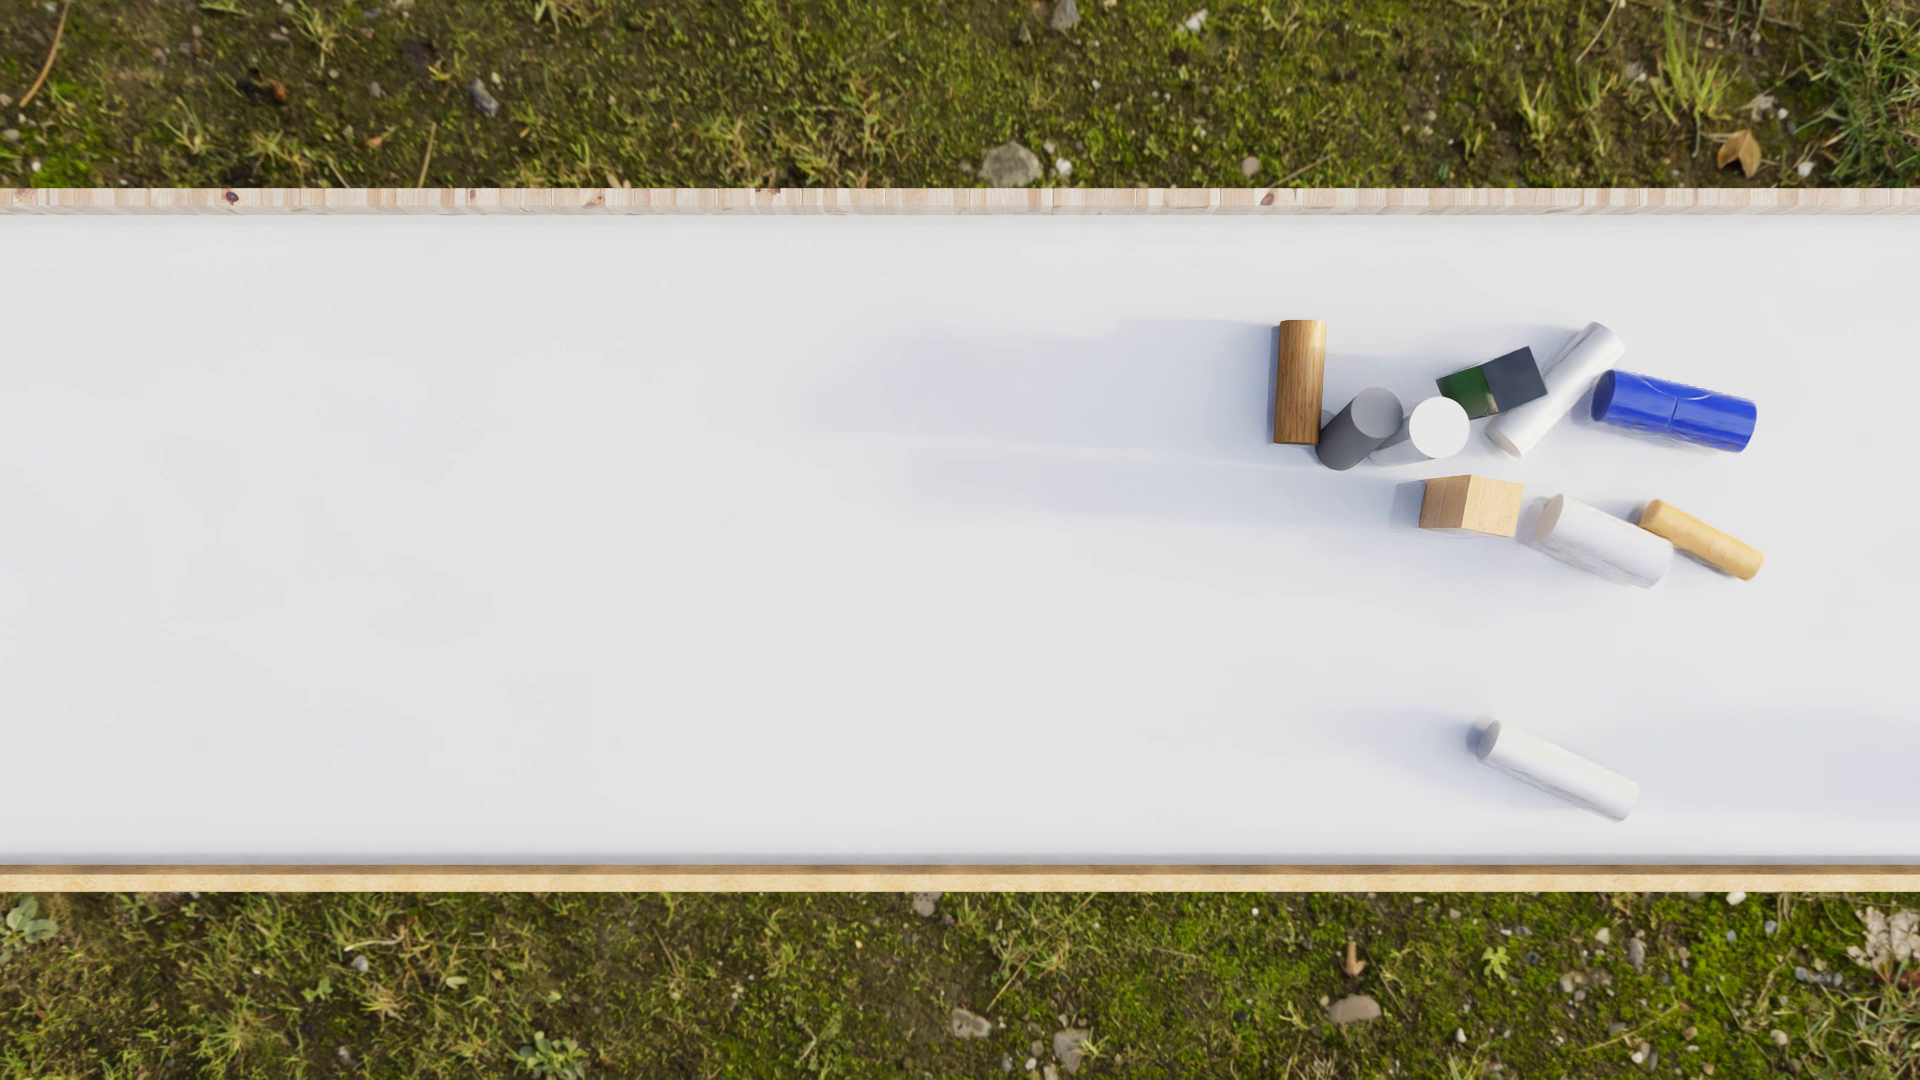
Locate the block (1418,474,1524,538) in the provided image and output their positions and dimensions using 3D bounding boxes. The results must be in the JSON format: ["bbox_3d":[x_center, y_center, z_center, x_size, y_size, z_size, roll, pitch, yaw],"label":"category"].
[{"bbox_3d":[1.505,-0.098,4.876,0.154,0.396,0.154,10,90,-2],"label":"block"}]

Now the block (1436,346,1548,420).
[{"bbox_3d":[1.558,-0.451,4.857,0.147,0.439,0.147,-22,90,0],"label":"block"}]

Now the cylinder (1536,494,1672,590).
[{"bbox_3d":[1.947,0.006,4.995,0.354,0.164,0.164,23,90,0],"label":"cylinder"}]

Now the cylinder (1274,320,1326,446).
[{"bbox_3d":[1.032,-0.477,5.008,0.138,0.138,0.366,3,90,0],"label":"cylinder"}]

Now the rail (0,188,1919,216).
[{"bbox_3d":[-2.247,-1.025,5.002,12.000,0.150,0.050,0,90,0],"label":"rail"}]

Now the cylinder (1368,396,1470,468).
[{"bbox_3d":[1.337,-0.313,4.855,0.174,0.433,0.174,0,89,-3],"label":"cylinder"}]

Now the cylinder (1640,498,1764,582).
[{"bbox_3d":[2.259,0.000,5.027,0.356,0.100,0.100,27,90,0],"label":"cylinder"}]

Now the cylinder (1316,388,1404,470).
[{"bbox_3d":[1.174,-0.323,4.870,0.150,0.390,0.150,1,79,-3],"label":"cylinder"}]

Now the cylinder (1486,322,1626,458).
[{"bbox_3d":[1.808,-0.454,5.008,0.137,0.137,0.447,44,90,0],"label":"cylinder"}]

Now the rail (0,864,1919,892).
[{"bbox_3d":[-2.247,1.025,5.001,12.000,0.150,0.050,0,90,0],"label":"rail"}]

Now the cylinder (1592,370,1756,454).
[{"bbox_3d":[2.158,-0.389,4.994,0.432,0.165,0.165,13,90,0],"label":"cylinder"}]

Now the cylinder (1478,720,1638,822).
[{"bbox_3d":[1.814,0.700,5.009,0.456,0.135,0.135,24,90,0],"label":"cylinder"}]
